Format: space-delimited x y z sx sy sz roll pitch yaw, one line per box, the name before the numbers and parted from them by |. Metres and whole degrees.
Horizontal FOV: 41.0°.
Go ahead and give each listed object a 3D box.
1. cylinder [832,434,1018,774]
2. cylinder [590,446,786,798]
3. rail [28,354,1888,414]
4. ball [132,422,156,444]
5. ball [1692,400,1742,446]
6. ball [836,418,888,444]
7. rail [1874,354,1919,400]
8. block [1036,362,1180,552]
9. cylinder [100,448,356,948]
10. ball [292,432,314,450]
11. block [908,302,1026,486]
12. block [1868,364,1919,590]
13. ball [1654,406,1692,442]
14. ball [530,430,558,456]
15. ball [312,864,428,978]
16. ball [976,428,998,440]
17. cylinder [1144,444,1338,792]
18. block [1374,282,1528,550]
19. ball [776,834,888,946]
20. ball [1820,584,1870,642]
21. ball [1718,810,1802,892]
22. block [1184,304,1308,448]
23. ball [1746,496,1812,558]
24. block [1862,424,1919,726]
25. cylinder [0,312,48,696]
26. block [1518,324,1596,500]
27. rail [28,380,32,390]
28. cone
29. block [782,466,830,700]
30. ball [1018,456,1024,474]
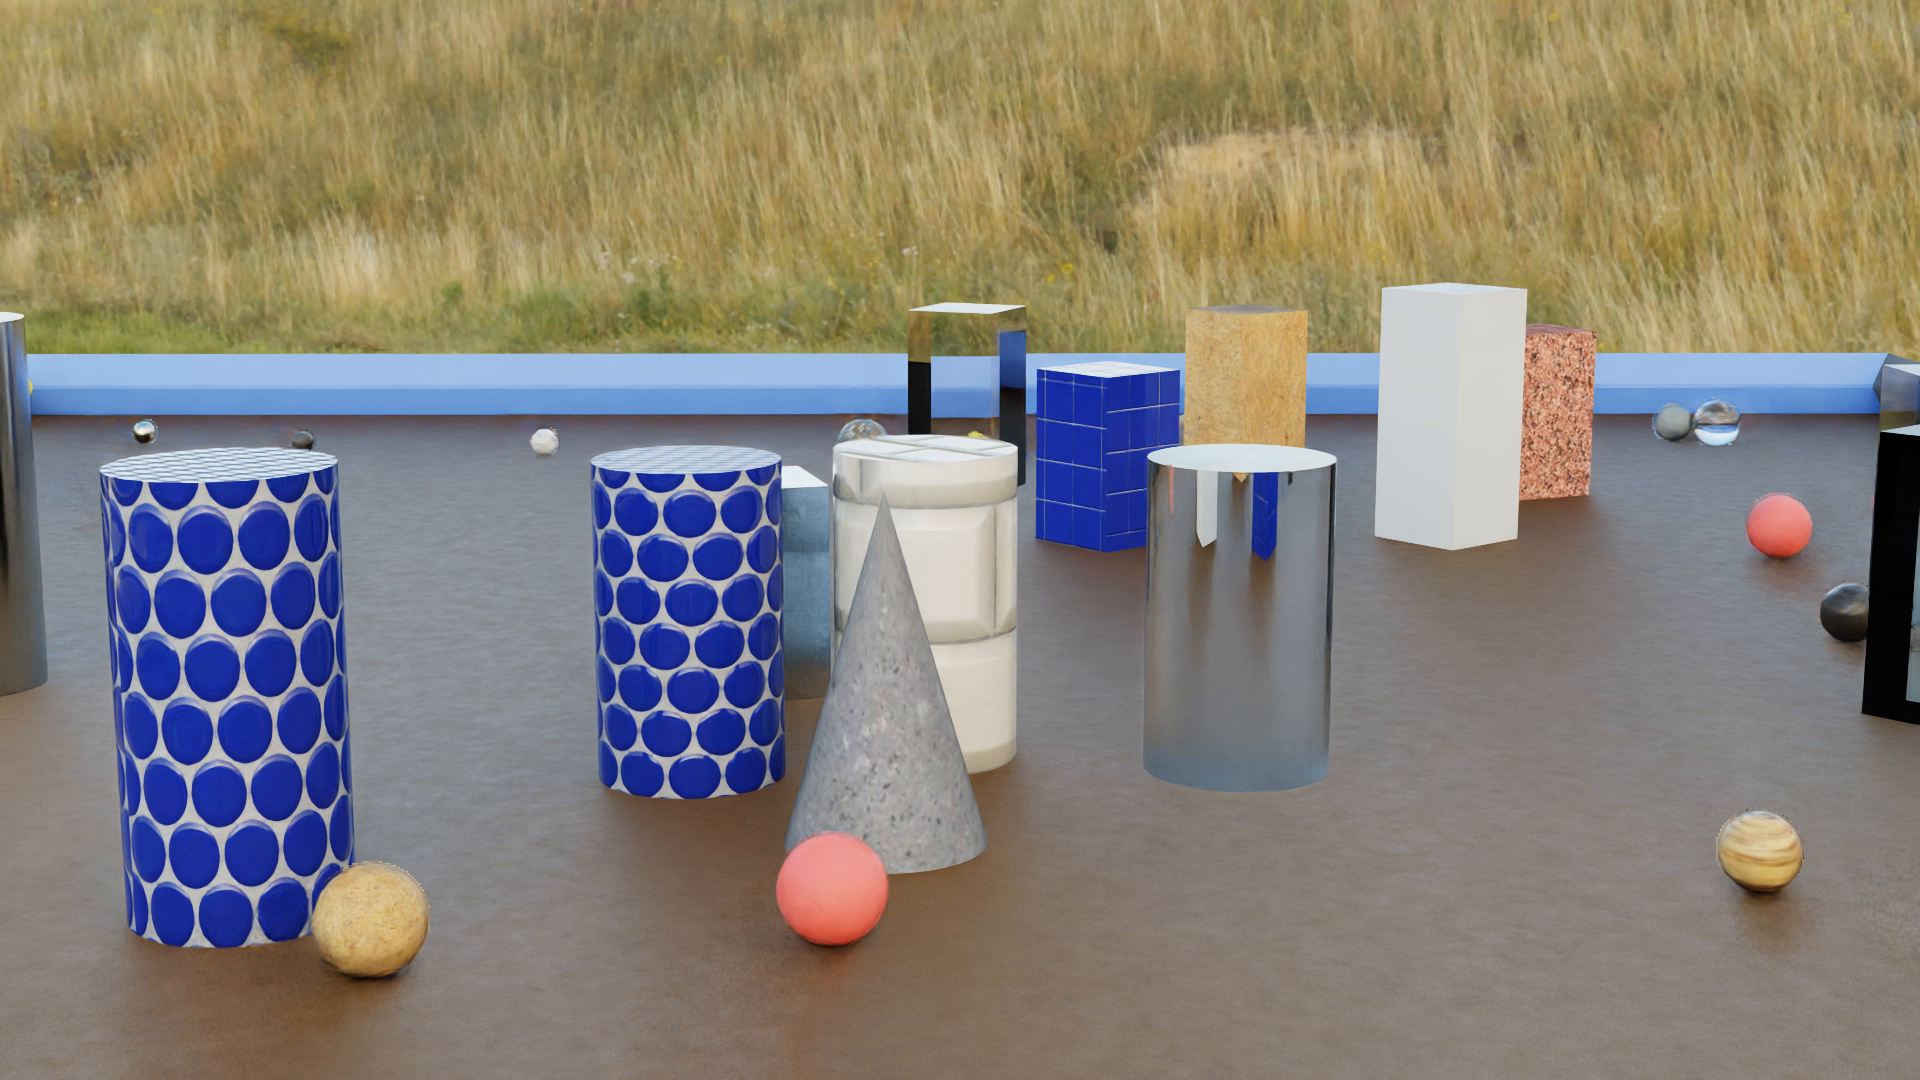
cylinder | -0.036 0.066 2.717 0.194 0.330 0.194 0 11 0
cylinder | -0.278 0.080 2.639 0.194 0.330 0.194 0 11 0
rail | -0.011 -0.324 5.367 3.926 0.126 0.045 0 11 0
ball | -1.582 -0.208 4.976 0.044 0.044 0.044 0 11 0
ball | 1.457 -0.224 4.938 0.090 0.090 0.090 0 11 0
ball | -0.175 -0.170 4.626 0.097 0.097 0.097 0 11 0
rail | 1.939 0.030 3.460 0.045 0.126 3.949 0 11 0
block | 0.227 -0.131 3.954 0.155 0.265 0.155 -9 14 -40
cylinder | -0.624 0.129 2.200 0.194 0.393 0.194 0 11 0
ball | -1.244 -0.184 4.856 0.040 0.040 0.040 0 11 0
block | 0.013 -0.245 4.438 0.155 0.313 0.155 5 11 24
block | 1.328 -0.063 3.425 0.155 0.325 0.155 0 11 -2
ball | 1.392 -0.227 5.008 0.069 0.069 0.069 0 11 0
ball | -0.781 -0.184 4.824 0.050 0.050 0.050 0 11 0
ball | -0.475 0.307 2.069 0.092 0.092 0.092 0 11 0
ball | 0.052 -0.191 4.878 0.044 0.044 0.044 0 11 0
cylinder | 0.289 0.077 2.663 0.194 0.328 0.194 0 11 0
block | 0.757 -0.194 3.960 0.155 0.387 0.155 -9 14 -39
ball | -0.107 0.292 2.144 0.094 0.094 0.094 0 11 0
ball | 1.134 0.093 3.268 0.075 0.075 0.075 0 11 0
ball | 0.712 0.277 2.284 0.072 0.072 0.072 0 11 0
block | 0.518 -0.275 4.662 0.155 0.289 0.155 -7 13 -34
ball | 1.221 -0.020 3.825 0.093 0.093 0.093 0 11 0
block | 1.133 0.040 2.875 0.155 0.323 0.155 -9 14 -40
cylinder | -1.188 -0.043 3.015 0.194 0.434 0.194 0 11 0
block | 0.975 -0.223 4.404 0.155 0.280 0.155 -4 11 -22
rail | -1.939 0.034 3.438 0.045 0.126 3.949 0 11 0
cone | -0.070 0.120 2.401 0.194 0.338 0.194 0 11 0
block | -0.247 0.051 3.015 0.155 0.250 0.155 -3 11 -16
ball | 0.092 -0.135 4.587 0.042 0.042 0.042 0 11 0
